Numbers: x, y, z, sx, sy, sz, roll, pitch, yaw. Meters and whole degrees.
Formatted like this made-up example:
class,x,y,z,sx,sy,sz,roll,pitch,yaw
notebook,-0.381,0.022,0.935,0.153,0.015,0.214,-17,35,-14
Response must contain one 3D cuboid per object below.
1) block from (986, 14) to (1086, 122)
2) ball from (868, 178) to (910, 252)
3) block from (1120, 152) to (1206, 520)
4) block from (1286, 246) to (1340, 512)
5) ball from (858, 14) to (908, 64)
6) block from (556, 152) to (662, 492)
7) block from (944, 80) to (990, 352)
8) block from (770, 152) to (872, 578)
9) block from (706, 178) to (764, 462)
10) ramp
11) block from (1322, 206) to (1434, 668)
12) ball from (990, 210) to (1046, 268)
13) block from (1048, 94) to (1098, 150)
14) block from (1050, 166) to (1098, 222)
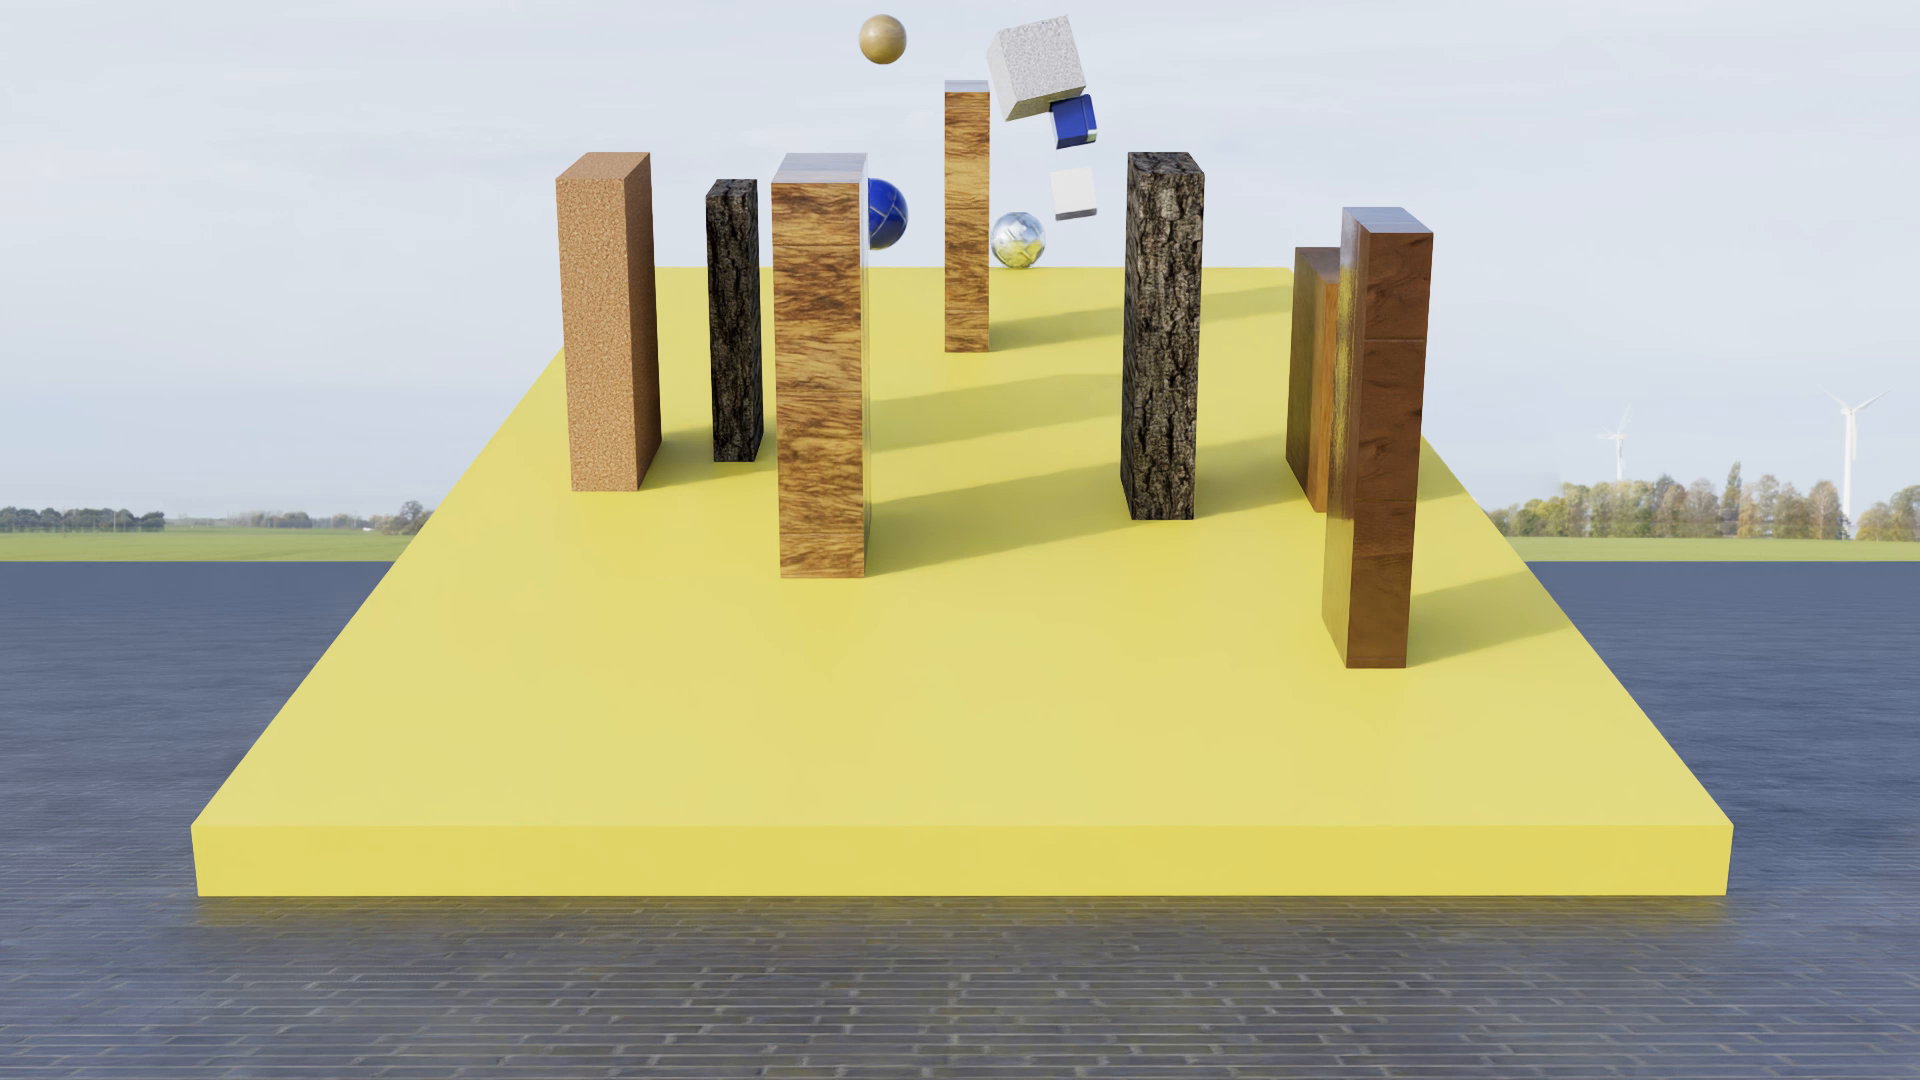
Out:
class,x,y,z,sx,sy,sz,roll,pitch,yaw
block,0.214,-1.334,6.312,0.207,0.207,0.207,-15,-3,-9
ball,-0.250,-0.935,6.396,0.208,0.208,0.208,0,0,0
block,0.381,-0.393,4.242,0.116,0.649,0.304,0,17,0
block,0.727,-0.321,4.365,0.102,0.441,0.395,0,17,0
ball,-0.224,-1.452,6.463,0.143,0.143,0.143,0,0,0
block,-0.698,-0.445,4.467,0.129,0.612,0.386,0,17,0
block,0.017,-0.819,5.617,0.110,0.643,0.296,0,17,0
block,-0.239,-0.315,3.934,0.145,0.684,0.371,0,17,0
block,-0.465,-0.458,4.619,0.084,0.547,0.241,0,17,0
ramp,-0.003,-0.178,4.811,2.000,0.100,4.000,0,17,0
block,0.642,-0.160,3.454,0.092,0.676,0.242,0,17,0
ball,0.173,-0.900,6.671,0.169,0.169,0.169,0,0,0
block,0.322,-1.190,6.337,0.114,0.114,0.114,-11,-4,-1
block,0.322,-0.984,6.337,0.119,0.119,0.119,-8,-2,2
